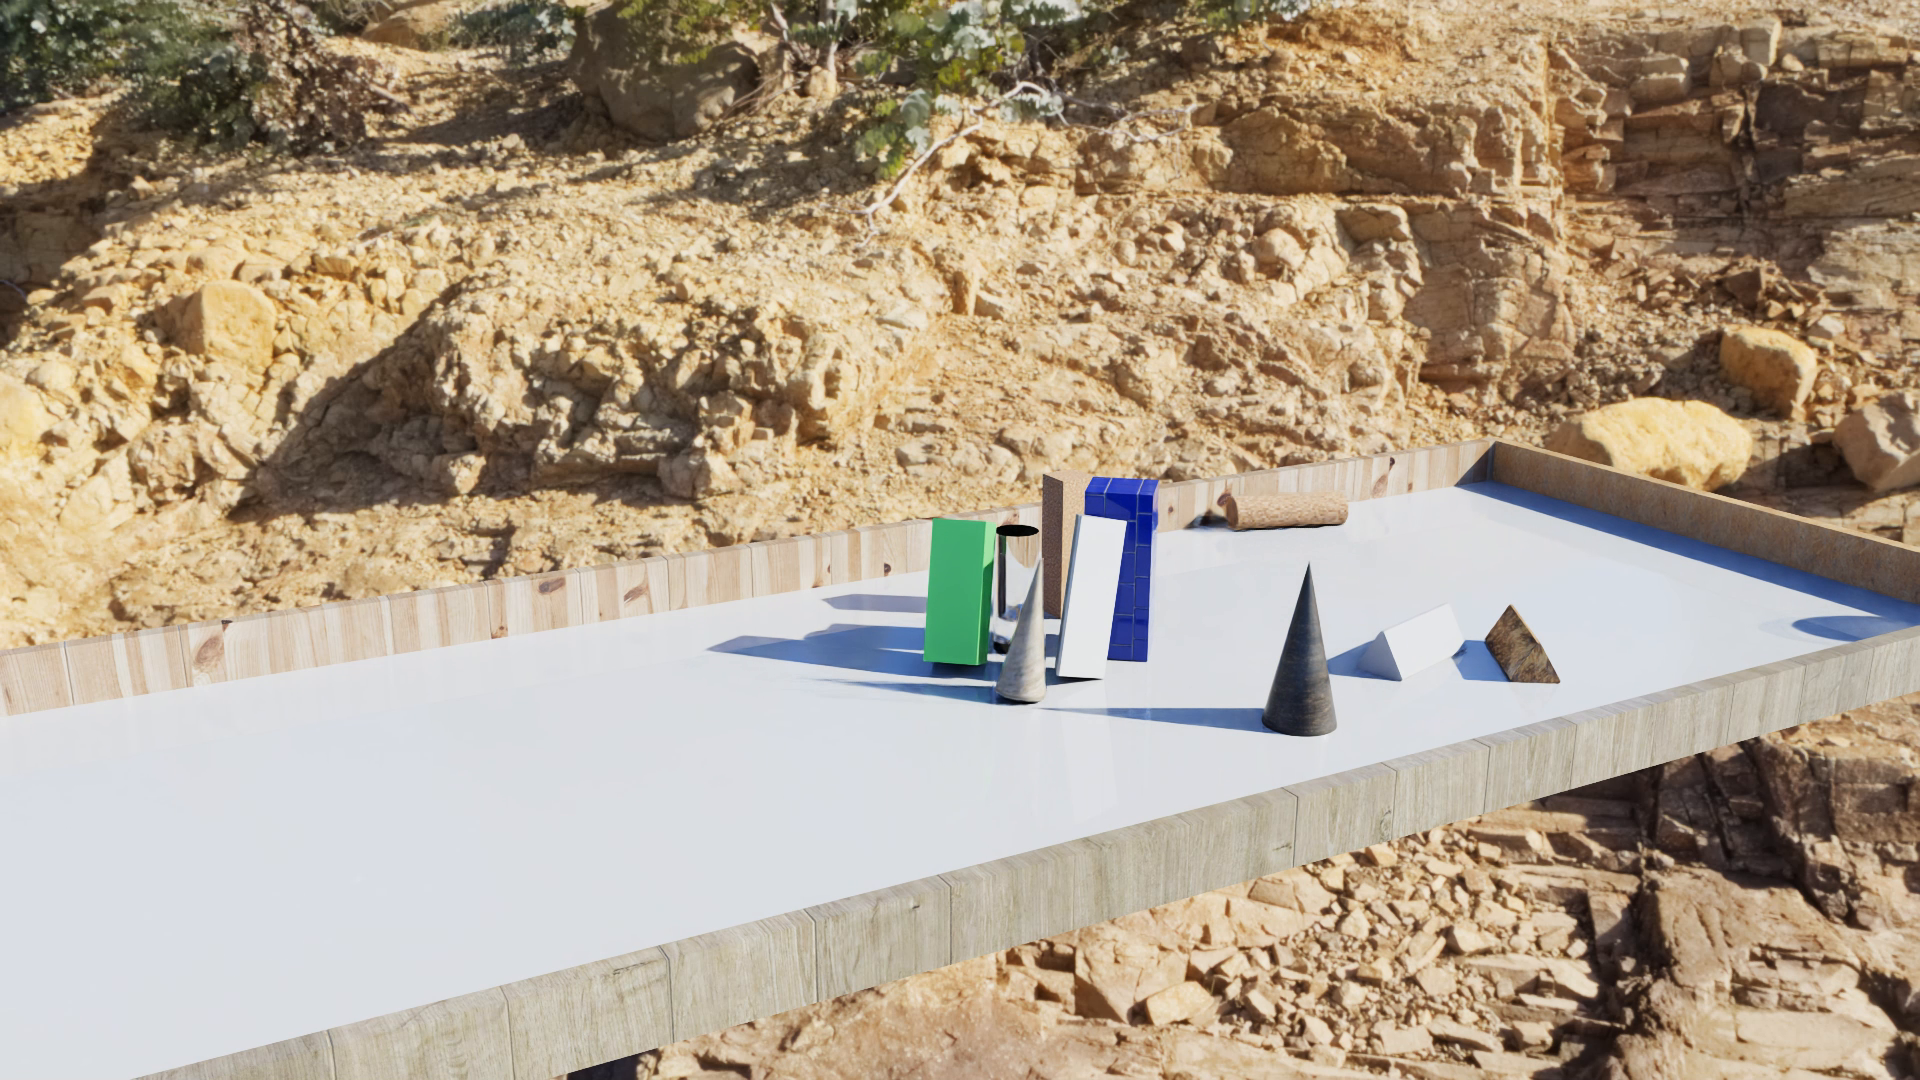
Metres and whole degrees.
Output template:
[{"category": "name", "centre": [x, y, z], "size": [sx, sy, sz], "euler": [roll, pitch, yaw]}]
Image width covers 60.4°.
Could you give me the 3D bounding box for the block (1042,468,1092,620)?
[{"category": "block", "centre": [0.302, 0.011, 4.612], "size": [0.106, 0.397, 0.106], "euler": [-9, 19, -28]}]

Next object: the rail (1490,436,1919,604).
[{"category": "rail", "centre": [2.466, -0.048, 5.253], "size": [0.050, 0.150, 2.100], "euler": [-9, 18, -27]}]

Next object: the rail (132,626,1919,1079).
[{"category": "rail", "centre": [-2.336, 1.006, 1.665], "size": [12.000, 0.150, 0.050], "euler": [-9, 18, -27]}]

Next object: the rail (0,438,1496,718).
[{"category": "rail", "centre": [-3.305, 0.497, 3.399], "size": [12.000, 0.150, 0.050], "euler": [-9, 18, -27]}]

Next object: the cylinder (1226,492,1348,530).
[{"category": "cylinder", "centre": [1.091, -0.098, 5.496], "size": [0.386, 0.108, 0.108], "euler": [-3, 17, -11]}]

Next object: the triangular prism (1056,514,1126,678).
[{"category": "triangular prism", "centre": [0.301, 0.138, 4.169], "size": [0.140, 0.401, 0.122], "euler": [6, 4, -29]}]

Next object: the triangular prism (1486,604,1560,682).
[{"category": "triangular prism", "centre": [1.455, 0.263, 4.264], "size": [0.121, 0.104, 0.305], "euler": [1, 16, 5]}]

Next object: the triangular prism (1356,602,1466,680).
[{"category": "triangular prism", "centre": [1.178, 0.253, 4.280], "size": [0.323, 0.115, 0.133], "euler": [-16, 23, -43]}]

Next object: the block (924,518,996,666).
[{"category": "block", "centre": [0.001, 0.131, 4.222], "size": [0.138, 0.362, 0.138], "euler": [4, -1, 12]}]

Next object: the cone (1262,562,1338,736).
[{"category": "cone", "centre": [0.801, 0.238, 3.836], "size": [0.176, 0.400, 0.176], "euler": [0, 16, 0]}]

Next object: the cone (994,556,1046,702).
[{"category": "cone", "centre": [0.171, 0.205, 4.007], "size": [0.126, 0.350, 0.126], "euler": [8, 11, -2]}]

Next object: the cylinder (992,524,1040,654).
[{"category": "cylinder", "centre": [0.147, 0.129, 4.345], "size": [0.119, 0.321, 0.119], "euler": [0, 16, 0]}]

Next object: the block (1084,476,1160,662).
[{"category": "block", "centre": [0.418, 0.074, 4.313], "size": [0.174, 0.443, 0.174], "euler": [3, 16, 11]}]
